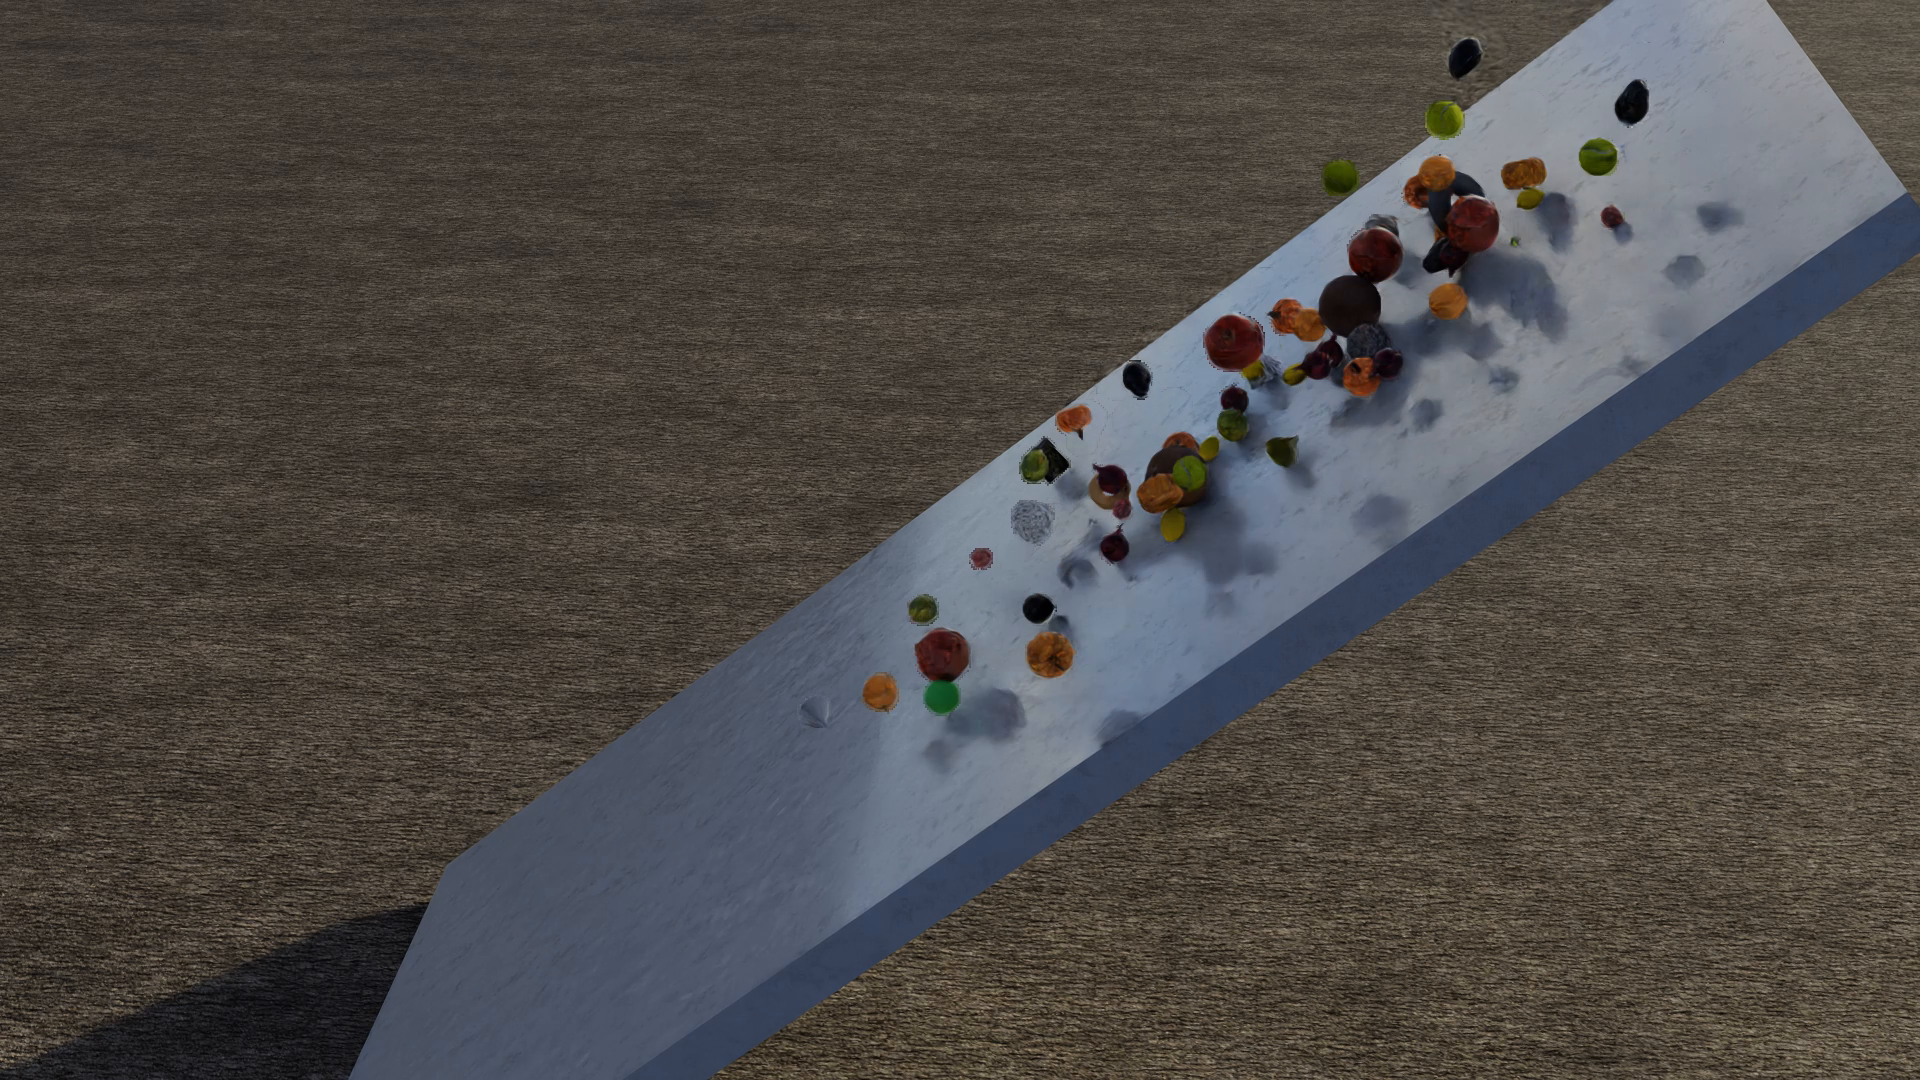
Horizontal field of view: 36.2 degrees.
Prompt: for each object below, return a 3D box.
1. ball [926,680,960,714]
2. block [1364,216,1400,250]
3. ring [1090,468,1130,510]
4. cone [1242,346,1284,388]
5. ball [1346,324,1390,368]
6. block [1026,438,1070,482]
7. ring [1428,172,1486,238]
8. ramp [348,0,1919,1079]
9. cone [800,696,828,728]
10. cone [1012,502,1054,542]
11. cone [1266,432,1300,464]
[{"bbox_3d":[-0.036,0.321,6.035,0.070,0.070,0.070,0,24,0],"label":"ball"},{"bbox_3d":[0.913,-0.665,6.364,0.054,0.054,0.054,1,31,29],"label":"block"},{"bbox_3d":[0.316,-0.107,6.198,0.088,0.088,0.029,3,7,6],"label":"ring"},{"bbox_3d":[0.632,-0.387,6.315,0.088,0.088,0.088,-38,16,13],"label":"cone"},{"bbox_3d":[0.817,-0.389,5.882,0.088,0.088,0.088,0,24,0],"label":"ball"},{"bbox_3d":[0.202,-0.183,6.788,0.064,0.064,0.064,-42,25,1],"label":"block"},{"bbox_3d":[1.007,-0.678,5.949,0.137,0.137,0.046,-15,-2,-31],"label":"ring"},{"bbox_3d":[0.119,0.186,6.345,4.000,0.100,2.000,-36,16,18],"label":"ramp"},{"bbox_3d":[-0.311,0.398,6.550,0.072,0.072,0.072,-12,36,-24],"label":"cone"},{"bbox_3d":[0.180,-0.054,6.417,0.096,0.096,0.096,14,25,29],"label":"cone"},{"bbox_3d":[0.651,-0.189,5.799,0.066,0.066,0.066,20,27,37],"label":"cone"}]
